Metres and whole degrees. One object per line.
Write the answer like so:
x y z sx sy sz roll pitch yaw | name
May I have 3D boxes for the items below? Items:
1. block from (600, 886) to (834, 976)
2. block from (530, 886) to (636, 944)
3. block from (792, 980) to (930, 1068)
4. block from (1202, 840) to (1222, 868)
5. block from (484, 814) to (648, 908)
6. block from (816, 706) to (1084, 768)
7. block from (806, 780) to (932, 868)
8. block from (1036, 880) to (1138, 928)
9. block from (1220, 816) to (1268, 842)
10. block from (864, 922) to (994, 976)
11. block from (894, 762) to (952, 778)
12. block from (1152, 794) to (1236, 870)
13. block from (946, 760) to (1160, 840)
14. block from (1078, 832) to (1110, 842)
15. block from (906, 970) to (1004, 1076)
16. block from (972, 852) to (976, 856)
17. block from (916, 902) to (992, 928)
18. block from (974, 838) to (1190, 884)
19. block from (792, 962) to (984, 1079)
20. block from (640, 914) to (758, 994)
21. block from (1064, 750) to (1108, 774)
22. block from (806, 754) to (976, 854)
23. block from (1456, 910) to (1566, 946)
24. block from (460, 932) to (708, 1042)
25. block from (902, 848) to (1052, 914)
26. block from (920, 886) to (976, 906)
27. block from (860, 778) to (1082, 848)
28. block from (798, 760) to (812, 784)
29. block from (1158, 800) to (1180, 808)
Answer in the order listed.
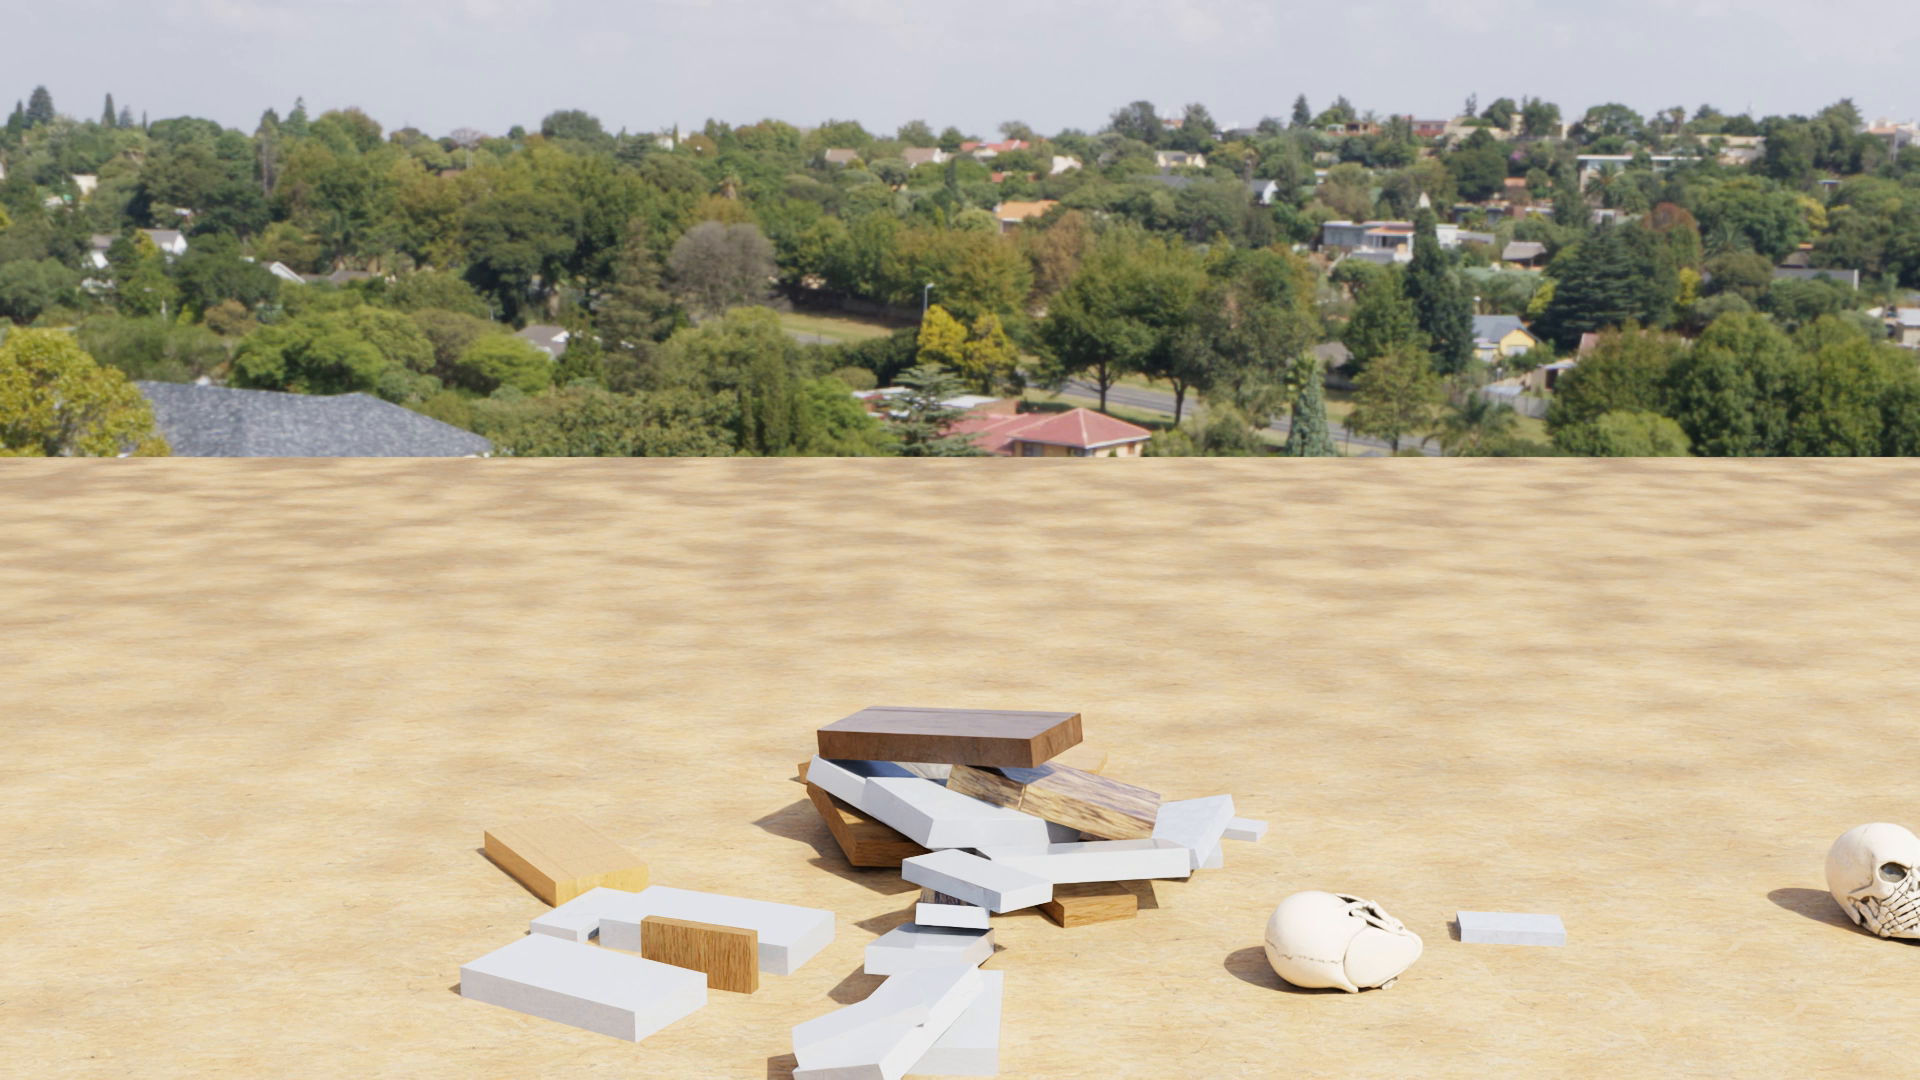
-0.379 0.609 3.442 0.328 0.046 0.164 4 11 22 | block
-0.597 0.603 3.530 0.091 0.026 0.182 5 12 26 | block
-0.133 0.645 2.932 0.182 0.026 0.091 -20 9 -3 | block
0.417 0.541 3.872 0.080 0.023 0.160 1 11 3 | block
-0.678 0.548 3.769 0.164 0.046 0.328 -7 12 -32 | block
-0.020 0.340 3.829 0.432 0.051 0.179 -1 10 32 | block
-0.153 0.492 3.908 0.162 0.046 0.323 5 15 -20 | block
0.176 0.576 3.646 0.130 0.037 0.259 -4 11 -22 | block
0.483 0.521 3.990 0.136 0.019 0.068 5 12 24 | block
-0.042 0.611 3.278 0.140 0.040 0.280 2 -2 11 | block
-0.055 0.446 4.092 0.136 0.039 0.273 -22 16 -15 | block
0.385 0.514 3.834 0.130 0.037 0.259 -11 10 23 | block
0.165 0.437 3.818 0.357 0.051 0.179 16 11 5 | block
0.218 0.533 3.937 0.099 0.014 0.049 6 12 30 | block
-0.012 0.676 3.097 0.140 0.040 0.280 0 11 3 | block
0.015 0.539 3.905 0.049 0.014 0.099 -3 11 -15 | block
-0.008 0.579 3.397 0.109 0.031 0.219 3 -9 2 | block
0.198 0.526 3.595 0.323 0.046 0.162 -2 -2 -9 | block
-0.093 0.660 2.968 0.140 0.040 0.280 -14 11 31 | block
-0.388 0.617 3.275 0.182 0.091 0.026 4 11 20 | block
0.249 0.448 4.383 0.068 0.019 0.136 3 11 14 | block
-0.096 0.459 3.861 0.323 0.046 0.162 25 13 32 | block
0.870 0.614 3.477 0.160 0.023 0.080 1 11 7 | block
-0.551 0.651 3.215 0.328 0.046 0.164 6 12 30 | block
0.025 0.522 3.377 0.109 0.031 0.219 -4 10 -43 | block
-0.001 0.566 3.507 0.109 0.031 0.219 3 -9 3 | block
0.023 0.465 3.750 0.357 0.051 0.179 7 13 -43 | block
-0.174 0.425 4.341 0.136 0.039 0.273 -15 -2 43 | block
0.411 0.503 4.085 0.136 0.019 0.068 -2 11 -11 | block
